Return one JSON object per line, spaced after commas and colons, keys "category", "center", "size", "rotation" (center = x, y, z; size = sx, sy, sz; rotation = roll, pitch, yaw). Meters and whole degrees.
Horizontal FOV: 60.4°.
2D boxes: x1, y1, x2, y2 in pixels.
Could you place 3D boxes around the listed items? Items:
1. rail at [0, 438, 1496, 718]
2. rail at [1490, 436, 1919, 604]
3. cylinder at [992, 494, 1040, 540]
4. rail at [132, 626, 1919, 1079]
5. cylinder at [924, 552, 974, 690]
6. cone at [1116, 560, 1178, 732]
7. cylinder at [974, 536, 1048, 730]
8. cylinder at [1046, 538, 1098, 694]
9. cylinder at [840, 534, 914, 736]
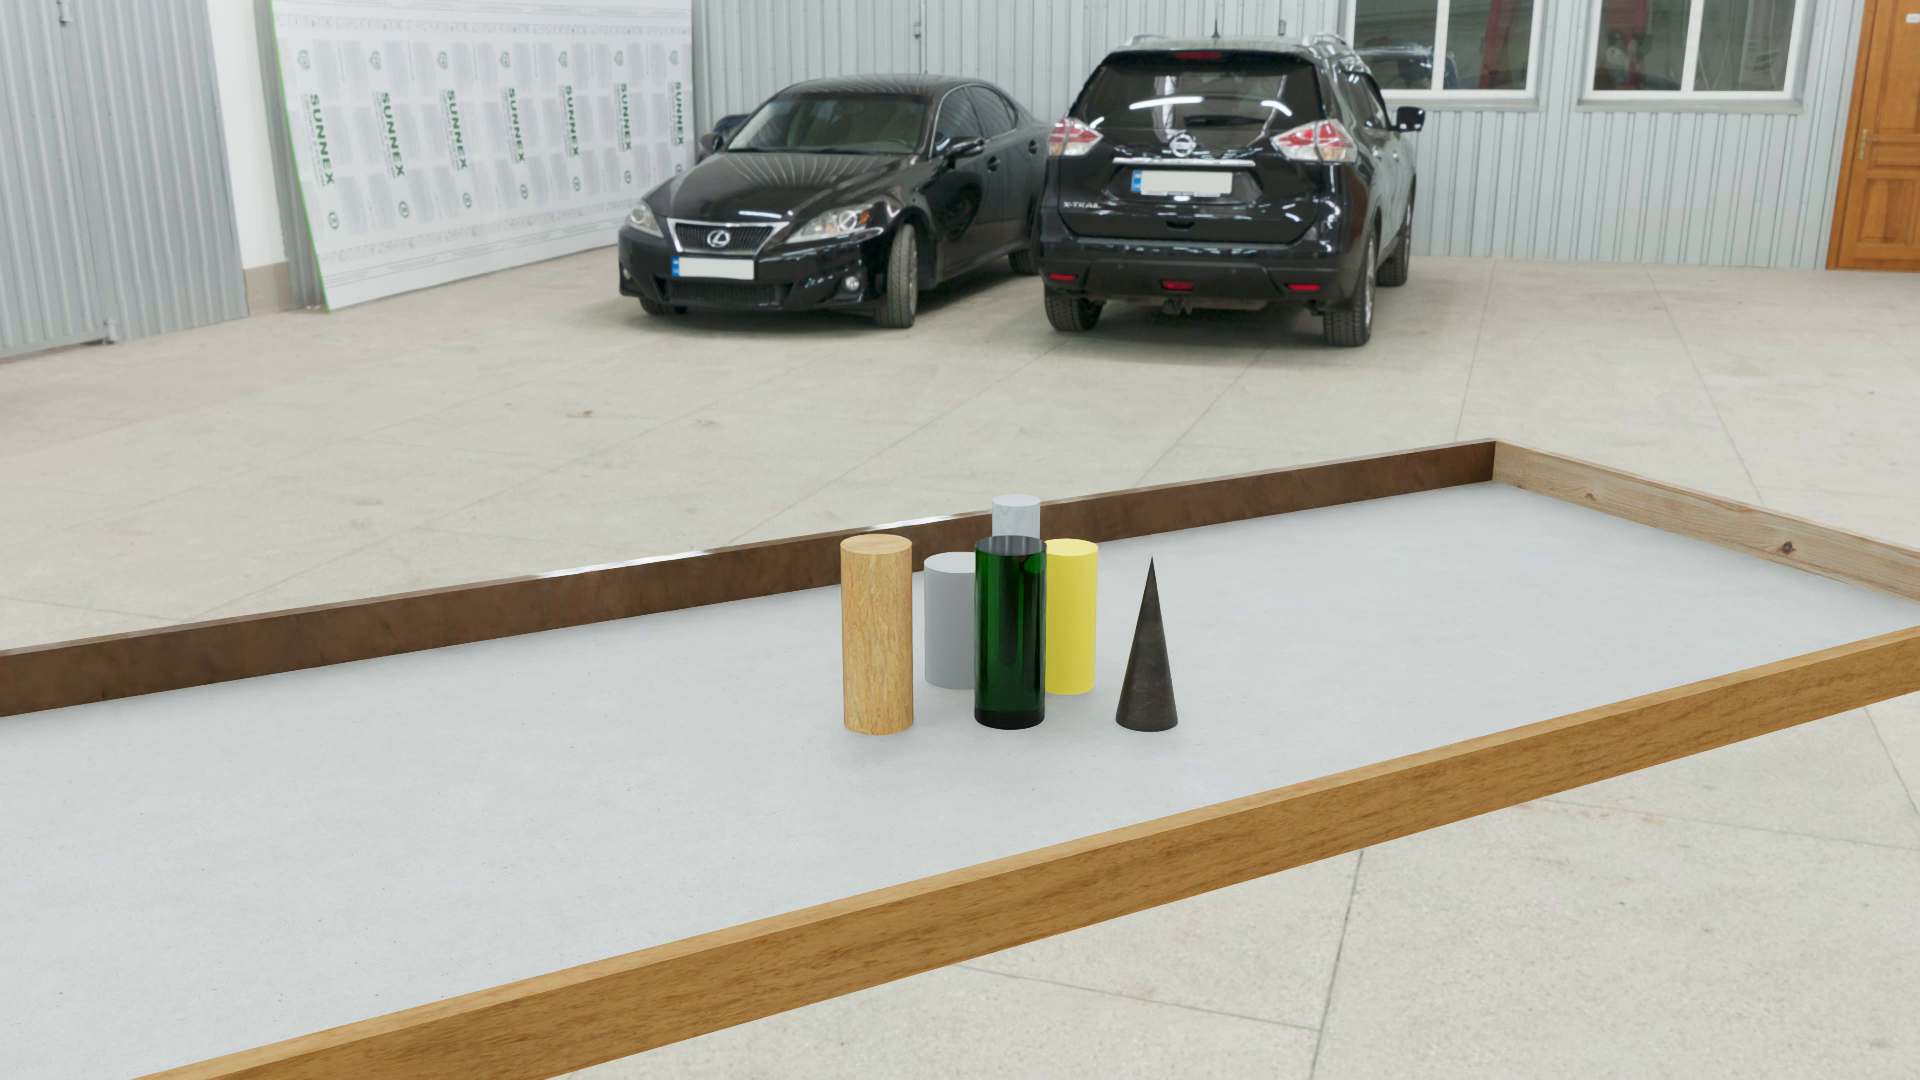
{"category": "rail", "center": [-3.305, 0.497, 3.399], "size": [12.000, 0.150, 0.050], "rotation": [-9, 18, -27]}
{"category": "rail", "center": [2.466, -0.048, 5.253], "size": [0.050, 0.150, 2.100], "rotation": [-9, 18, -27]}
{"category": "cylinder", "center": [0.145, 0.092, 4.318], "size": [0.124, 0.407, 0.124], "rotation": [0, 16, 0]}
{"category": "rail", "center": [-2.336, 1.006, 1.665], "size": [12.000, 0.150, 0.050], "rotation": [-9, 18, -27]}
{"category": "cylinder", "center": [0.001, 0.201, 4.135], "size": [0.180, 0.303, 0.180], "rotation": [0, 16, 0]}
{"category": "cone", "center": [0.442, 0.230, 3.849], "size": [0.149, 0.409, 0.149], "rotation": [0, 16, 0]}
{"category": "cylinder", "center": [0.118, 0.216, 3.867], "size": [0.168, 0.425, 0.168], "rotation": [0, 16, 0]}
{"category": "cylinder", "center": [0.264, 0.189, 4.078], "size": [0.146, 0.357, 0.146], "rotation": [0, 16, 0]}
{"category": "cylinder", "center": [-0.192, 0.219, 3.834], "size": [0.164, 0.437, 0.164], "rotation": [0, 16, 0]}
